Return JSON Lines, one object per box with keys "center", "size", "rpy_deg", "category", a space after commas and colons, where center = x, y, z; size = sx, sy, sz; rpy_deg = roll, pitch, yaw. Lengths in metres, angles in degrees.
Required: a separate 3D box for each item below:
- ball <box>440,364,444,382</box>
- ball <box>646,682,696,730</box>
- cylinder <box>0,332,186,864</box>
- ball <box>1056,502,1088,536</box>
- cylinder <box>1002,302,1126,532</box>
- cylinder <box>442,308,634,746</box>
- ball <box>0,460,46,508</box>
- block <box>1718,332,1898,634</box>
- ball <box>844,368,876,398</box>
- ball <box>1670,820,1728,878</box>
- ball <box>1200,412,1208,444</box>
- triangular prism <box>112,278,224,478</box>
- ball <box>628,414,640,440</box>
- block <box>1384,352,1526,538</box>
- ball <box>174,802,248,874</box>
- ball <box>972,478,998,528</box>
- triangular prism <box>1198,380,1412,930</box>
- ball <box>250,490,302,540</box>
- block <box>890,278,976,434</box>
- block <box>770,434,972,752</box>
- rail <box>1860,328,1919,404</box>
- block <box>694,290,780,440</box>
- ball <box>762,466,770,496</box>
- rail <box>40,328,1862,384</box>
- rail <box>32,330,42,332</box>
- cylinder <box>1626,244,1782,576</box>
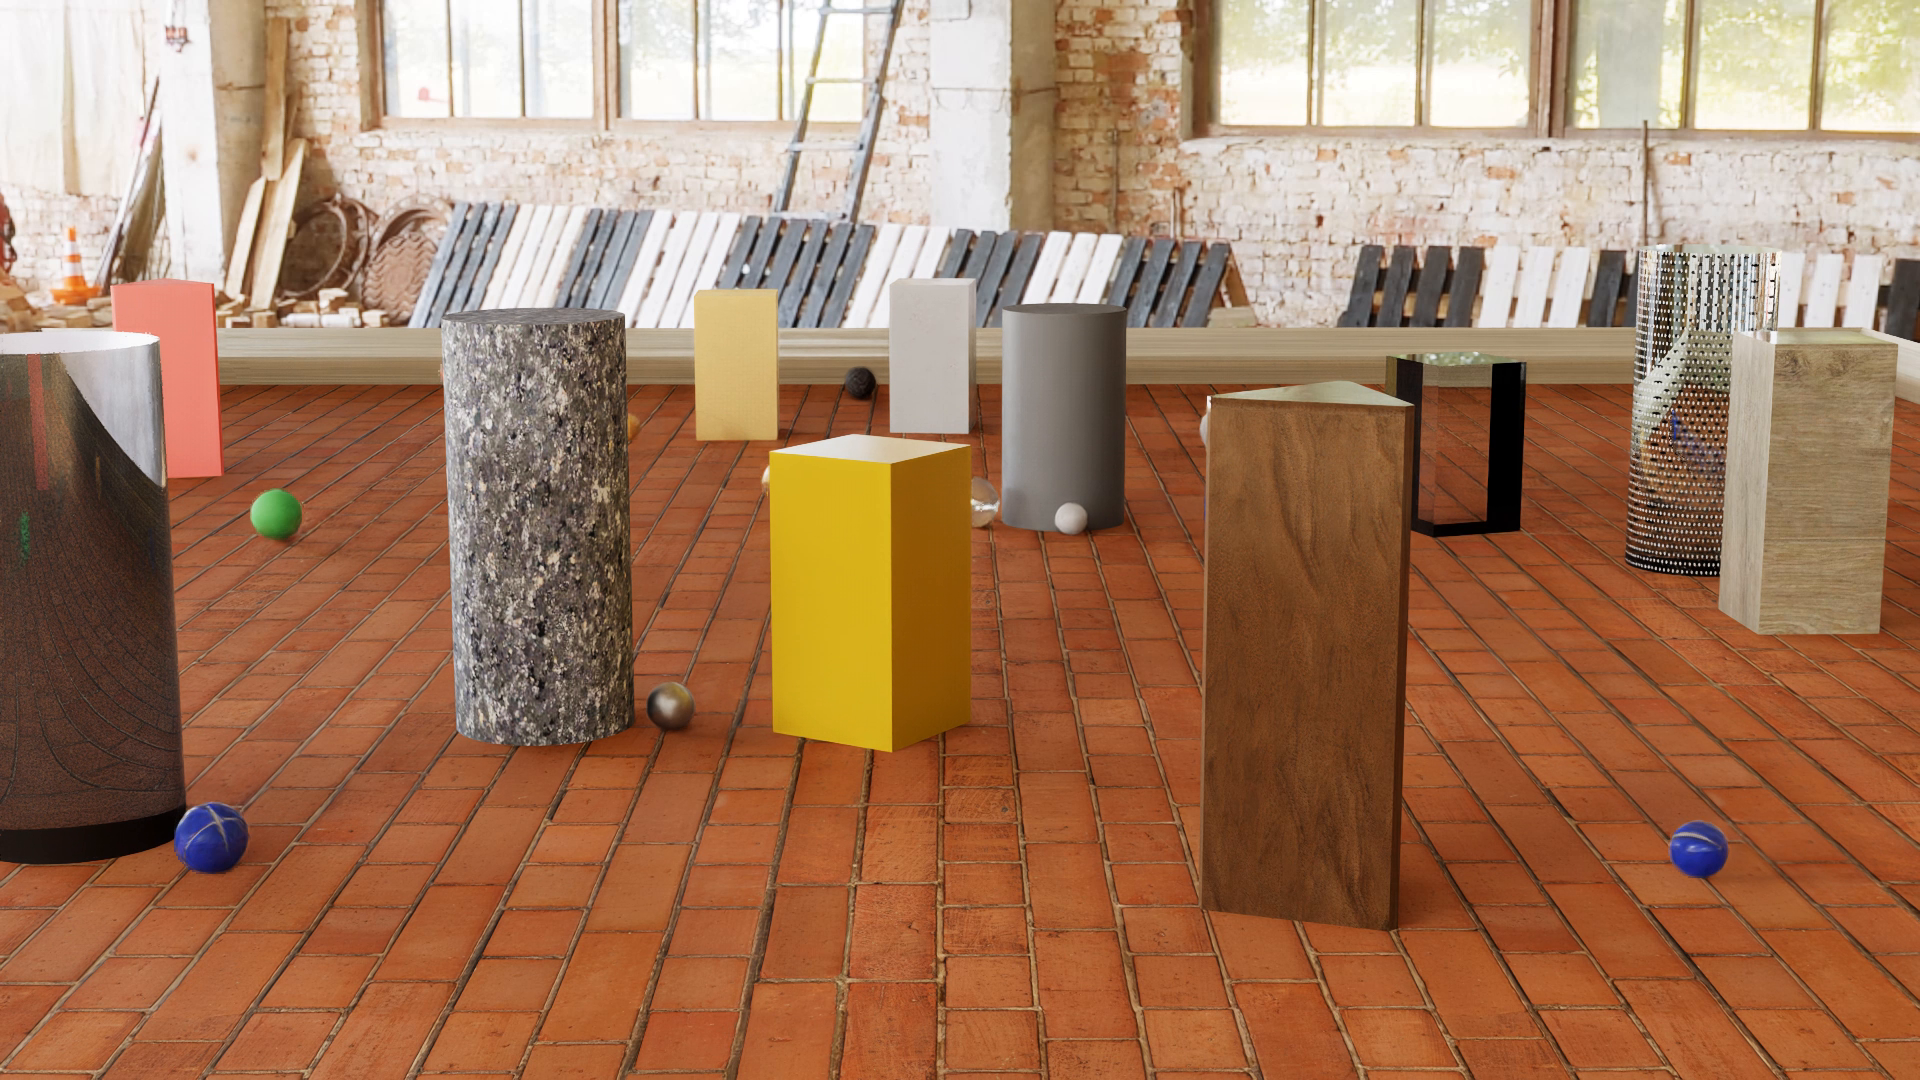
{"center": [-1.151, -0.381, 5.858], "size": [0.069, 0.069, 0.069], "rpy_deg": [0, 10, 0], "category": "ball"}
{"center": [-0.320, 0.185, 2.843], "size": [0.053, 0.053, 0.053], "rpy_deg": [0, 10, 0], "category": "ball"}
{"center": [-0.846, 0.049, 2.423], "size": [0.198, 0.473, 0.198], "rpy_deg": [0, 10, 0], "category": "cylinder"}
{"center": [0.175, -0.033, 4.027], "size": [0.051, 0.051, 0.051], "rpy_deg": [0, 10, 0], "category": "ball"}
{"center": [0.167, -0.200, 4.125], "size": [0.198, 0.344, 0.198], "rpy_deg": [0, 10, 0], "category": "cylinder"}
{"center": [-0.465, -0.020, 2.837], "size": [0.198, 0.457, 0.198], "rpy_deg": [0, 10, 0], "category": "cylinder"}
{"center": [-1.567, -0.093, 4.279], "size": [0.077, 0.077, 0.077], "rpy_deg": [0, 10, 0], "category": "ball"}
{"center": [1.111, -0.078, 3.371], "size": [0.159, 0.377, 0.159], "rpy_deg": [0, 10, -2], "category": "block"}
{"center": [-0.220, -0.346, 5.671], "size": [0.068, 0.068, 0.068], "rpy_deg": [0, 10, 0], "category": "ball"}
{"center": [0.672, 0.280, 2.331], "size": [0.052, 0.052, 0.052], "rpy_deg": [0, 10, 0], "category": "ball"}
{"center": [0.500, -0.211, 4.885], "size": [0.088, 0.088, 0.088], "rpy_deg": [0, 10, 0], "category": "ball"}
{"center": [-1.428, -0.295, 4.634], "size": [0.172, 0.344, 0.149], "rpy_deg": [-3, 11, -15], "category": "triangular prism"}
{"center": [-0.654, -0.221, 5.035], "size": [0.054, 0.054, 0.054], "rpy_deg": [0, 10, 0], "category": "ball"}
{"center": [0.785, -0.155, 4.085], "size": [0.159, 0.269, 0.159], "rpy_deg": [-4, 11, -21], "category": "block"}
{"center": [-0.683, 0.272, 2.342], "size": [0.065, 0.065, 0.065], "rpy_deg": [0, 10, 0], "category": "ball"}
{"center": [0.022, -0.060, 4.092], "size": [0.080, 0.080, 0.080], "rpy_deg": [0, 10, 0], "category": "ball"}
{"center": [0.315, 0.093, 2.245], "size": [0.172, 0.451, 0.149], "rpy_deg": [4, 11, 20], "category": "triangular prism"}
{"center": [-1.061, -0.039, 3.983], "size": [0.078, 0.078, 0.078], "rpy_deg": [0, 10, 0], "category": "ball"}
{"center": [-0.054, -0.375, 5.197], "size": [0.159, 0.297, 0.159], "rpy_deg": [1, 11, 6], "category": "block"}
{"center": [-0.097, 0.054, 2.835], "size": [0.159, 0.314, 0.159], "rpy_deg": [7, 12, 32], "category": "block"}
{"center": [2.078, 0.031, 3.461], "size": [0.045, 0.129, 5.039], "rpy_deg": [0, 10, 0], "category": "rail"}
{"center": [-0.442, -0.350, 5.103], "size": [0.159, 0.283, 0.159], "rpy_deg": [0, 10, -2], "category": "block"}
{"center": [-0.299, -0.101, 4.341], "size": [0.070, 0.070, 0.070], "rpy_deg": [0, 10, 0], "category": "ball"}
{"center": [-0.014, -0.421, 5.903], "size": [4.203, 0.129, 0.045], "rpy_deg": [0, 10, 0], "category": "rail"}
{"center": [-2.078, 0.035, 3.437], "size": [0.045, 0.129, 5.039], "rpy_deg": [0, 10, 0], "category": "rail"}
{"center": [1.086, -0.193, 3.755], "size": [0.198, 0.464, 0.198], "rpy_deg": [0, 10, 0], "category": "cylinder"}
